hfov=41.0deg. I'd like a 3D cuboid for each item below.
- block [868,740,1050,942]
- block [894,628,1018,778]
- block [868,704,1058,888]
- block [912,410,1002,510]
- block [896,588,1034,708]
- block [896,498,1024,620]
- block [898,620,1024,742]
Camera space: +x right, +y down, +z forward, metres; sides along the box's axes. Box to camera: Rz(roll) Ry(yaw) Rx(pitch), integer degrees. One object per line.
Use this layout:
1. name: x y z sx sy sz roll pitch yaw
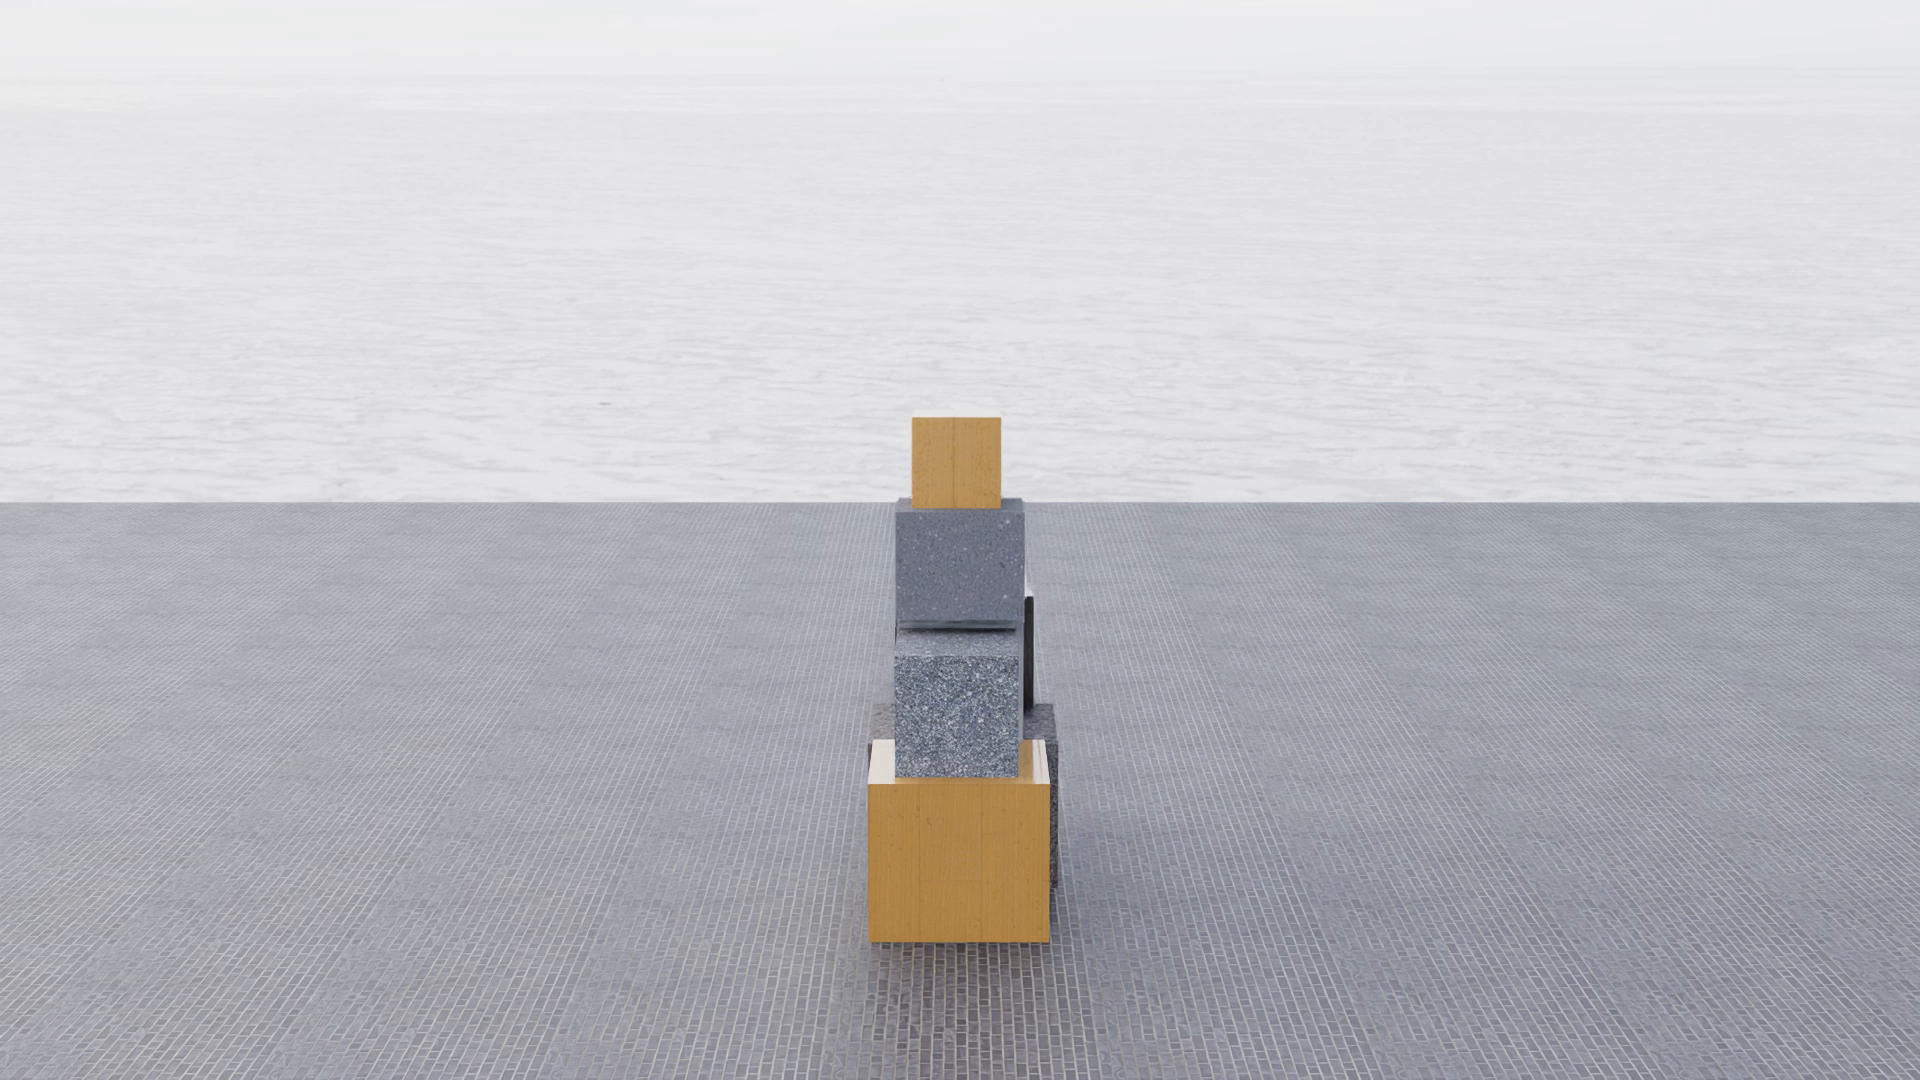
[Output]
1. block: -0.005 1.254 10.792 0.739 0.670 0.702 0 10 0
2. block: -0.014 0.672 10.695 0.504 0.510 0.527 0 10 0
3. block: 0.014 1.136 11.511 0.824 0.647 0.735 0 10 0
4. block: -0.015 -0.347 11.021 0.378 0.390 0.371 0 7 0
5. block: 0.020 0.495 11.879 0.625 0.508 0.593 0 2 0
6. block: 0.000 0.074 11.056 0.542 0.455 0.554 0 7 0
7. block: 0.001 0.557 11.262 0.539 0.551 0.582 0 8 0
